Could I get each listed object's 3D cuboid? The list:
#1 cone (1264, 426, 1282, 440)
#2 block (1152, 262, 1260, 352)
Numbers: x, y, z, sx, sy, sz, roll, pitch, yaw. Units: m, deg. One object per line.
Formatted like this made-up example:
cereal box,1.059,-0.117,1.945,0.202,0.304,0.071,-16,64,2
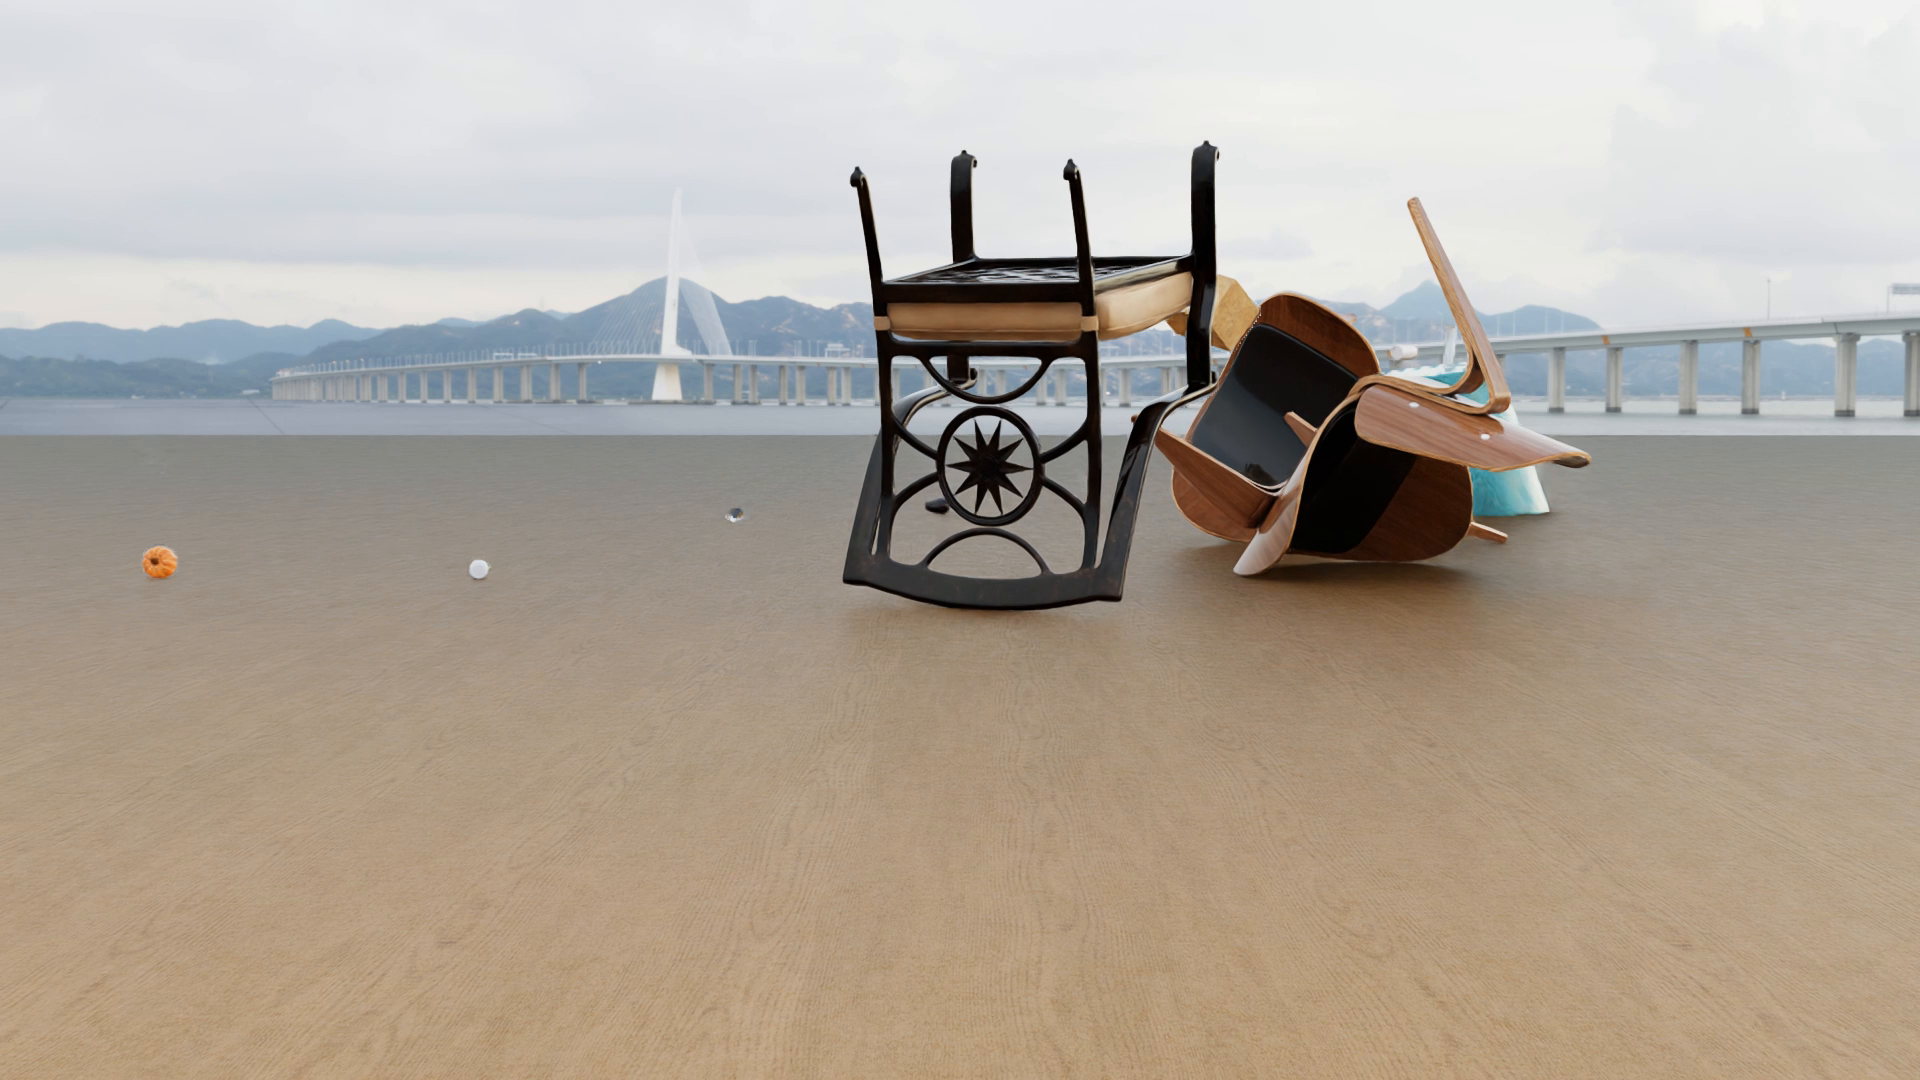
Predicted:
cone,1.140,-0.394,7.993,0.062,0.047,0.063,-21,6,14
block,0.656,-0.624,5.880,0.216,0.138,0.141,26,-14,48
